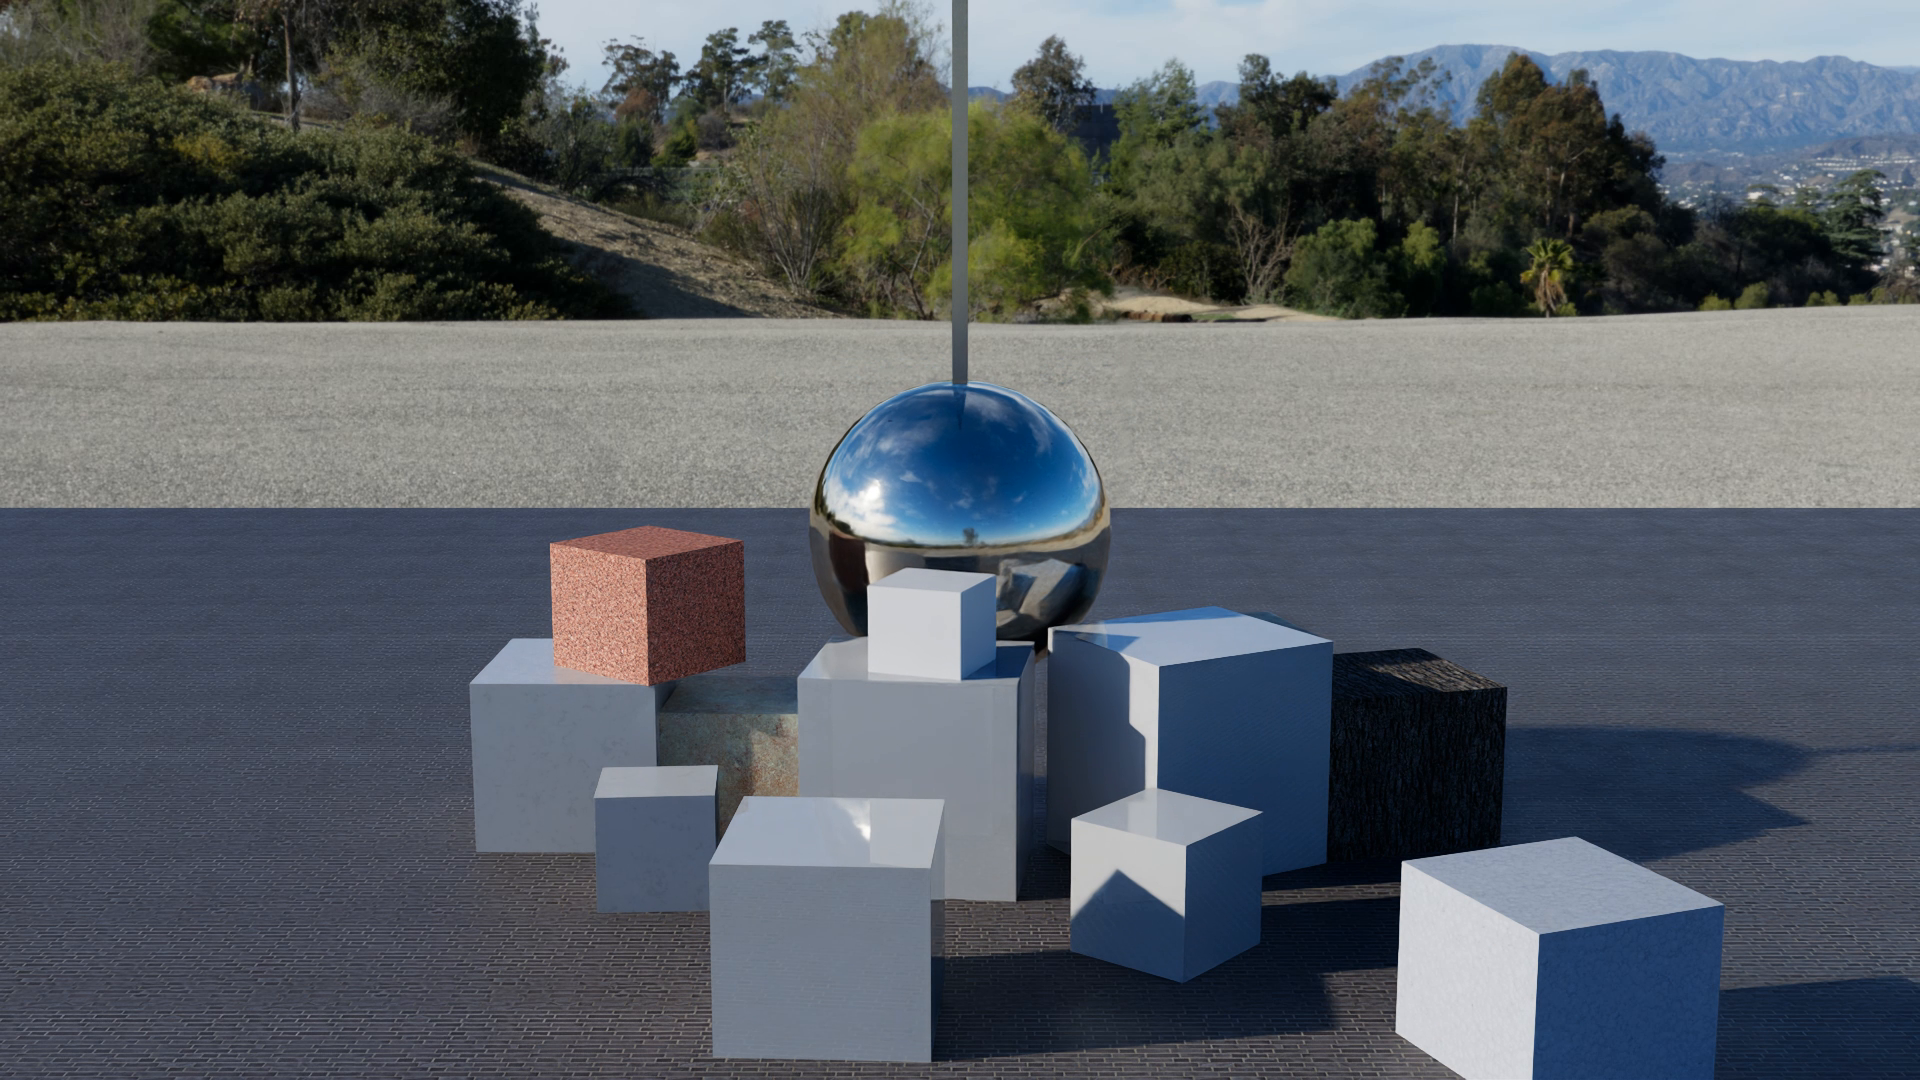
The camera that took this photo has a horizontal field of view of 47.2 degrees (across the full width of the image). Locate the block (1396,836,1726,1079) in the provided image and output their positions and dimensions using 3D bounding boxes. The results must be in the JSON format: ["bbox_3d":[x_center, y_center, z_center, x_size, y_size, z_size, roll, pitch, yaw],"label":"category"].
[{"bbox_3d":[2.286,1.657,8.459,0.831,0.713,0.875,-4,11,-22],"label":"block"}]

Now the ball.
[{"bbox_3d":[0.000,-0.042,11.587,1.600,1.600,1.600,0,10,0],"label":"ball"}]

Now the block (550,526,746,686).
[{"bbox_3d":[-1.586,0.320,11.200,0.702,0.632,0.675,8,13,38],"label":"block"}]

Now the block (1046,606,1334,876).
[{"bbox_3d":[1.120,1.012,10.872,1.027,1.119,0.951,-6,12,-30],"label":"block"}]

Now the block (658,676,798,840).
[{"bbox_3d":[-1.071,1.135,11.389,0.829,0.691,0.777,0,10,2],"label":"block"}]

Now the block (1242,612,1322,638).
[{"bbox_3d":[1.524,0.900,12.341,0.776,0.814,0.771,-3,11,-16],"label":"block"}]

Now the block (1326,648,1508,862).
[{"bbox_3d":[2.134,1.083,11.317,0.967,0.819,0.900,-3,11,-17],"label":"block"}]

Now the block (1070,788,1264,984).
[{"bbox_3d":[0.908,1.497,9.644,0.592,0.603,0.613,8,13,39],"label":"block"}]

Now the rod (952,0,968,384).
[{"bbox_3d":[0.000,-3.338,10.753,0.080,5.200,0.080,0,14,0],"label":"rod"}]

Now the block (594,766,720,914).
[{"bbox_3d":[-1.414,1.399,10.331,0.549,0.552,0.493,-1,10,-4],"label":"block"}]

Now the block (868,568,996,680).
[{"bbox_3d":[-0.129,0.391,10.416,0.466,0.412,0.467,4,11,21],"label":"block"}]

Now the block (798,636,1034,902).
[{"bbox_3d":[-0.191,1.087,10.664,1.023,1.045,0.892,1,10,7],"label":"block"}]

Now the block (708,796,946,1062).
[{"bbox_3d":[-0.511,1.547,8.872,0.847,0.782,0.887,1,10,3],"label":"block"}]

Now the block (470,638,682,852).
[{"bbox_3d":[-1.954,1.046,11.394,0.914,0.866,0.997,0,10,1],"label":"block"}]
